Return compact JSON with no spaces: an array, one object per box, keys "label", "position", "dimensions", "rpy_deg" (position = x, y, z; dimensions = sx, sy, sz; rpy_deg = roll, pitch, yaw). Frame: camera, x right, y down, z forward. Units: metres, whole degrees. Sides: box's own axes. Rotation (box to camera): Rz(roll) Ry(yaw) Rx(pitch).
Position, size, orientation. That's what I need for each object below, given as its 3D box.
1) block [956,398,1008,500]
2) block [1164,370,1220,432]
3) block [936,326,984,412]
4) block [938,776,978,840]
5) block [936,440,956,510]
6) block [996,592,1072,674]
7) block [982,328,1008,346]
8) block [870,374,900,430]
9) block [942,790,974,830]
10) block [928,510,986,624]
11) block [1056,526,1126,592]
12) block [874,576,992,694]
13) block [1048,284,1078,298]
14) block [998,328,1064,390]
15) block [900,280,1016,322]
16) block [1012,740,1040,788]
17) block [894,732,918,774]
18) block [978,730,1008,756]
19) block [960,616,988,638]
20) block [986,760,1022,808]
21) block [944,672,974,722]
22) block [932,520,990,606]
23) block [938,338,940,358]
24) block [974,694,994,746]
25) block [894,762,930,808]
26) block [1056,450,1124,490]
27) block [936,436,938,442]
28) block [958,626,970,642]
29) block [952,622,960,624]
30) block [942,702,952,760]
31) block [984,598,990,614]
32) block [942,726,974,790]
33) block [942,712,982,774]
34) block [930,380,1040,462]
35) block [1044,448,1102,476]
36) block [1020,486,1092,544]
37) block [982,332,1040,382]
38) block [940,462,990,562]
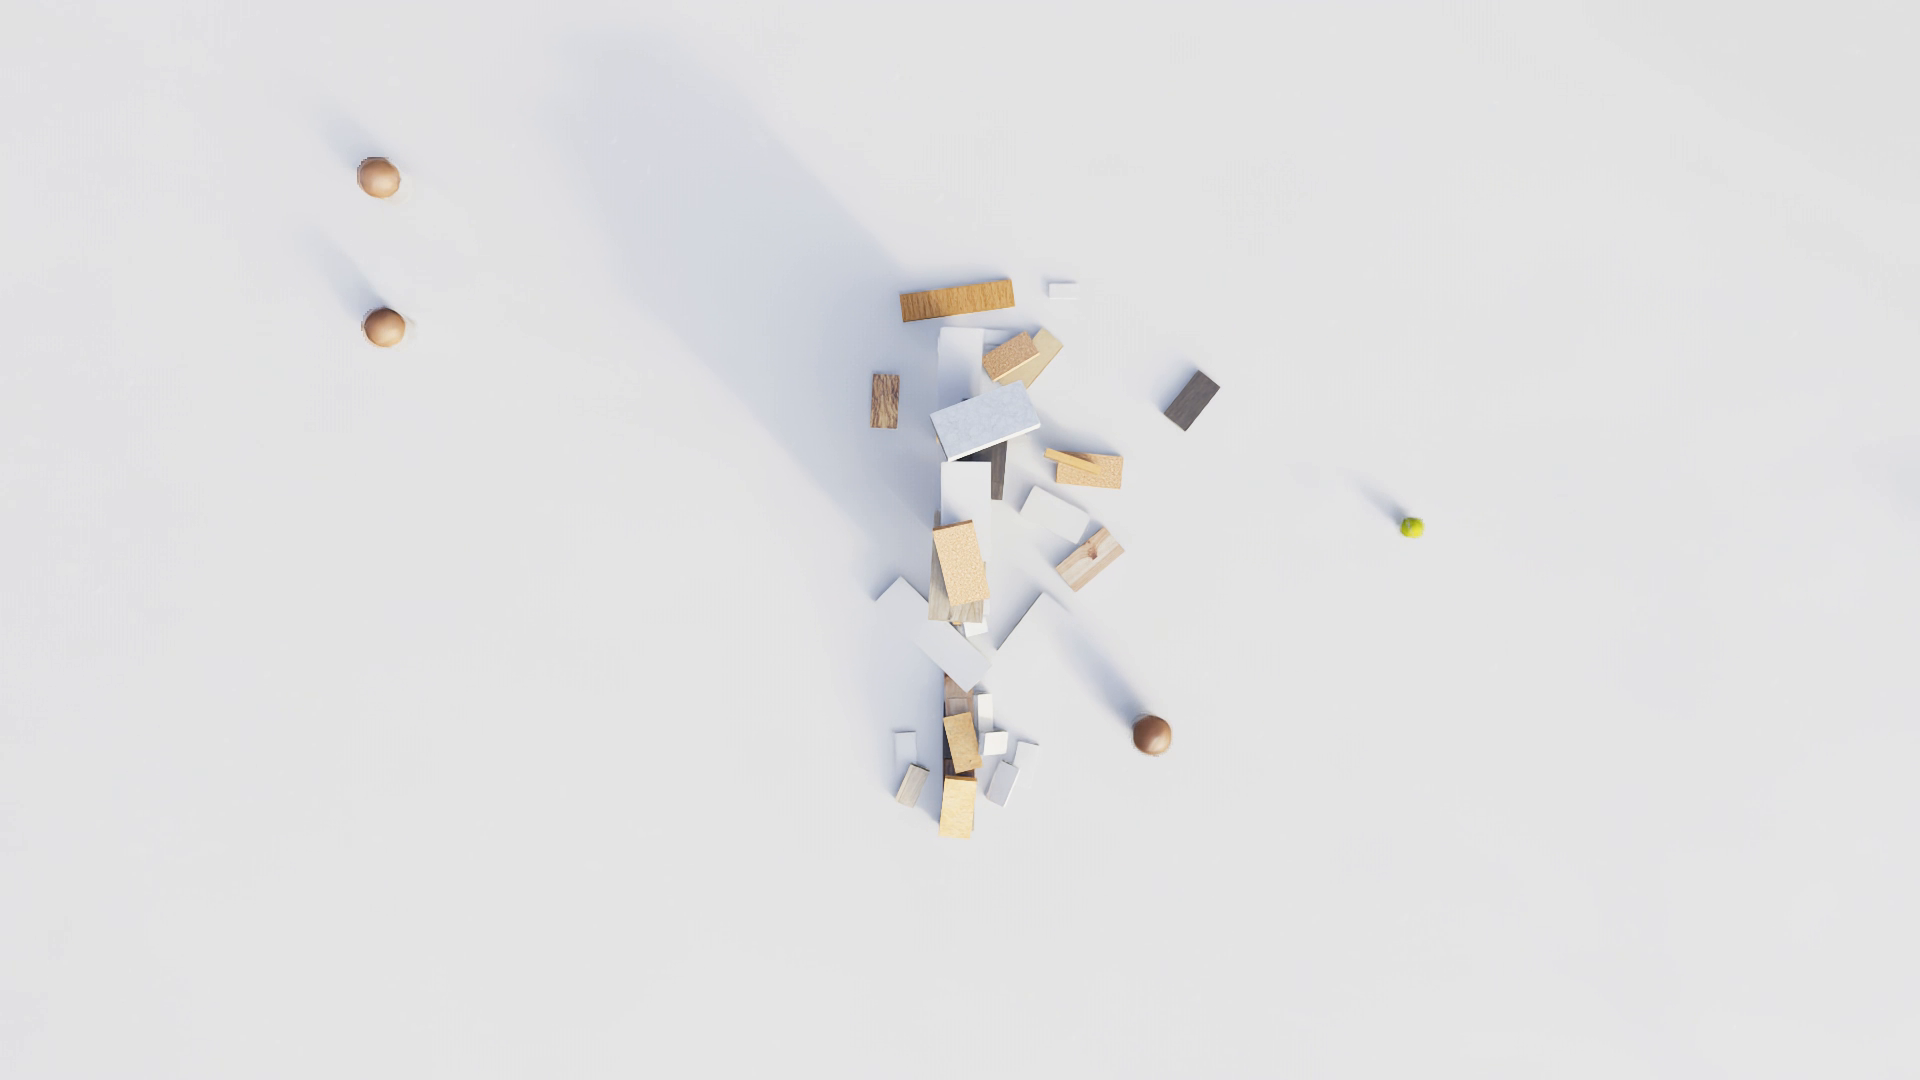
[{"label":"block","position":[0.069,-0.281,5.126],"dimensions":[0.152,0.043,0.304],"rpy_deg":[5,90,0]},{"label":"block","position":[0.771,-0.462,5.487],"dimensions":[0.094,0.027,0.187],"rpy_deg":[38,90,0]},{"label":"block","position":[0.000,-0.534,5.211],"dimensions":[0.135,0.038,0.270],"rpy_deg":[3,90,0]},{"label":"block","position":[-0.007,0.880,5.428],"dimensions":[0.105,0.030,0.210],"rpy_deg":[6,107,-2]},{"label":"block","position":[0.006,-0.249,5.169],"dimensions":[0.154,0.044,0.309],"rpy_deg":[2,90,0]},{"label":"block","position":[0.248,0.309,5.482],"dimensions":[0.124,0.035,0.248],"rpy_deg":[38,90,0]},{"label":"block","position":[0.113,-0.675,5.493],"dimensions":[0.095,0.014,0.048],"rpy_deg":[6,90,0]},{"label":"block","position":[-0.249,-0.461,5.487],"dimensions":[0.089,0.025,0.177],"rpy_deg":[3,90,0]},{"label":"block","position":[-0.005,0.860,5.485],"dimensions":[0.105,0.030,0.210],"rpy_deg":[0,90,0]},{"label":"block","position":[-0.005,0.084,5.136],"dimensions":[0.170,0.048,0.340],"rpy_deg":[4,90,0]},{"label":"block","position":[0.431,0.065,5.485],"dimensions":[0.215,0.030,0.108],"rpy_deg":[-40,90,0]},{"label":"block","position":[-0.087,0.312,5.457],"dimensions":[0.426,0.035,0.124],"rpy_deg":[44,88,6]},{"label":"block","position":[0.344,-0.828,5.493],"dimensions":[0.095,0.014,0.048],"rpy_deg":[0,90,0]},{"label":"block","position":[0.235,-0.587,5.487],"dimensions":[0.094,0.027,0.231],"rpy_deg":[41,90,0]},{"label":"block","position":[-0.009,-0.796,5.487],"dimensions":[0.377,0.025,0.089],"rpy_deg":[-8,90,0]},{"label":"block","position":[0.214,0.747,5.490],"dimensions":[0.073,0.021,0.146],"rpy_deg":[13,90,0]},{"label":"block","position":[-0.179,0.710,5.490],"dimensions":[0.069,0.020,0.138],"rpy_deg":[-4,90,0]},{"label":"block","position":[0.110,0.668,5.433],"dimensions":[0.021,0.146,0.073],"rpy_deg":[6,90,32]},{"label":"block","position":[0.049,0.288,5.462],"dimensions":[0.100,0.014,0.050],"rpy_deg":[-11,90,-41]},{"label":"block","position":[0.143,0.809,5.476],"dimensions":[0.069,0.020,0.138],"rpy_deg":[24,94,19]},{"label":"block","position":[-0.003,0.510,5.461],"dimensions":[0.092,0.026,0.185],"rpy_deg":[-2,74,-1]},{"label":"block","position":[0.005,0.070,5.052],"dimensions":[0.124,0.035,0.248],"rpy_deg":[-12,108,4]},{"label":"block","position":[-0.005,-0.624,5.365],"dimensions":[0.135,0.270,0.038],"rpy_deg":[0,90,0]},{"label":"block","position":[0.078,0.598,5.466],"dimensions":[0.021,0.073,0.175],"rpy_deg":[-1,90,41]},{"label":"block","position":[-0.159,0.816,5.477],"dimensions":[0.069,0.020,0.138],"rpy_deg":[23,99,-4]},{"label":"block","position":[0.431,-0.232,5.485],"dimensions":[0.215,0.030,0.108],"rpy_deg":[6,90,0]},{"label":"block","position":[0.002,-0.344,5.346],"dimensions":[0.154,0.309,0.044],"rpy_deg":[0,90,0]},{"label":"block","position":[0.008,0.339,5.493],"dimensions":[0.050,0.014,0.100],"rpy_deg":[11,90,0]},{"label":"block","position":[0.002,0.258,5.451],"dimensions":[0.050,0.100,0.014],"rpy_deg":[0,68,0]},{"label":"block","position":[-0.010,0.632,5.452],"dimensions":[0.092,0.026,0.184],"rpy_deg":[1,74,0]},{"label":"block","position":[0.007,0.208,5.330],"dimensions":[0.170,0.340,0.048],"rpy_deg":[0,90,0]},{"label":"block","position":[-0.005,0.720,5.463],"dimensions":[0.105,0.030,0.210],"rpy_deg":[0,77,0]},{"label":"block","position":[0.010,0.662,5.404],"dimensions":[0.092,0.026,0.185],"rpy_deg":[-13,86,-1]},{"label":"block","position":[0.076,-0.366,5.067],"dimensions":[0.304,0.043,0.152],"rpy_deg":[-21,78,-6]},{"label":"block","position":[0.369,-0.257,5.423],"dimensions":[0.187,0.094,0.027],"rpy_deg":[19,90,0]},{"label":"block","position":[0.317,-0.083,5.485],"dimensions":[0.215,0.030,0.108],"rpy_deg":[28,90,0]},{"label":"block","position":[0.165,-0.608,5.465],"dimensions":[0.177,0.025,0.089],"rpy_deg":[-31,78,4]},{"label":"block","position":[0.018,-0.088,5.084],"dimensions":[0.152,0.043,0.304],"rpy_deg":[0,92,0]}]
